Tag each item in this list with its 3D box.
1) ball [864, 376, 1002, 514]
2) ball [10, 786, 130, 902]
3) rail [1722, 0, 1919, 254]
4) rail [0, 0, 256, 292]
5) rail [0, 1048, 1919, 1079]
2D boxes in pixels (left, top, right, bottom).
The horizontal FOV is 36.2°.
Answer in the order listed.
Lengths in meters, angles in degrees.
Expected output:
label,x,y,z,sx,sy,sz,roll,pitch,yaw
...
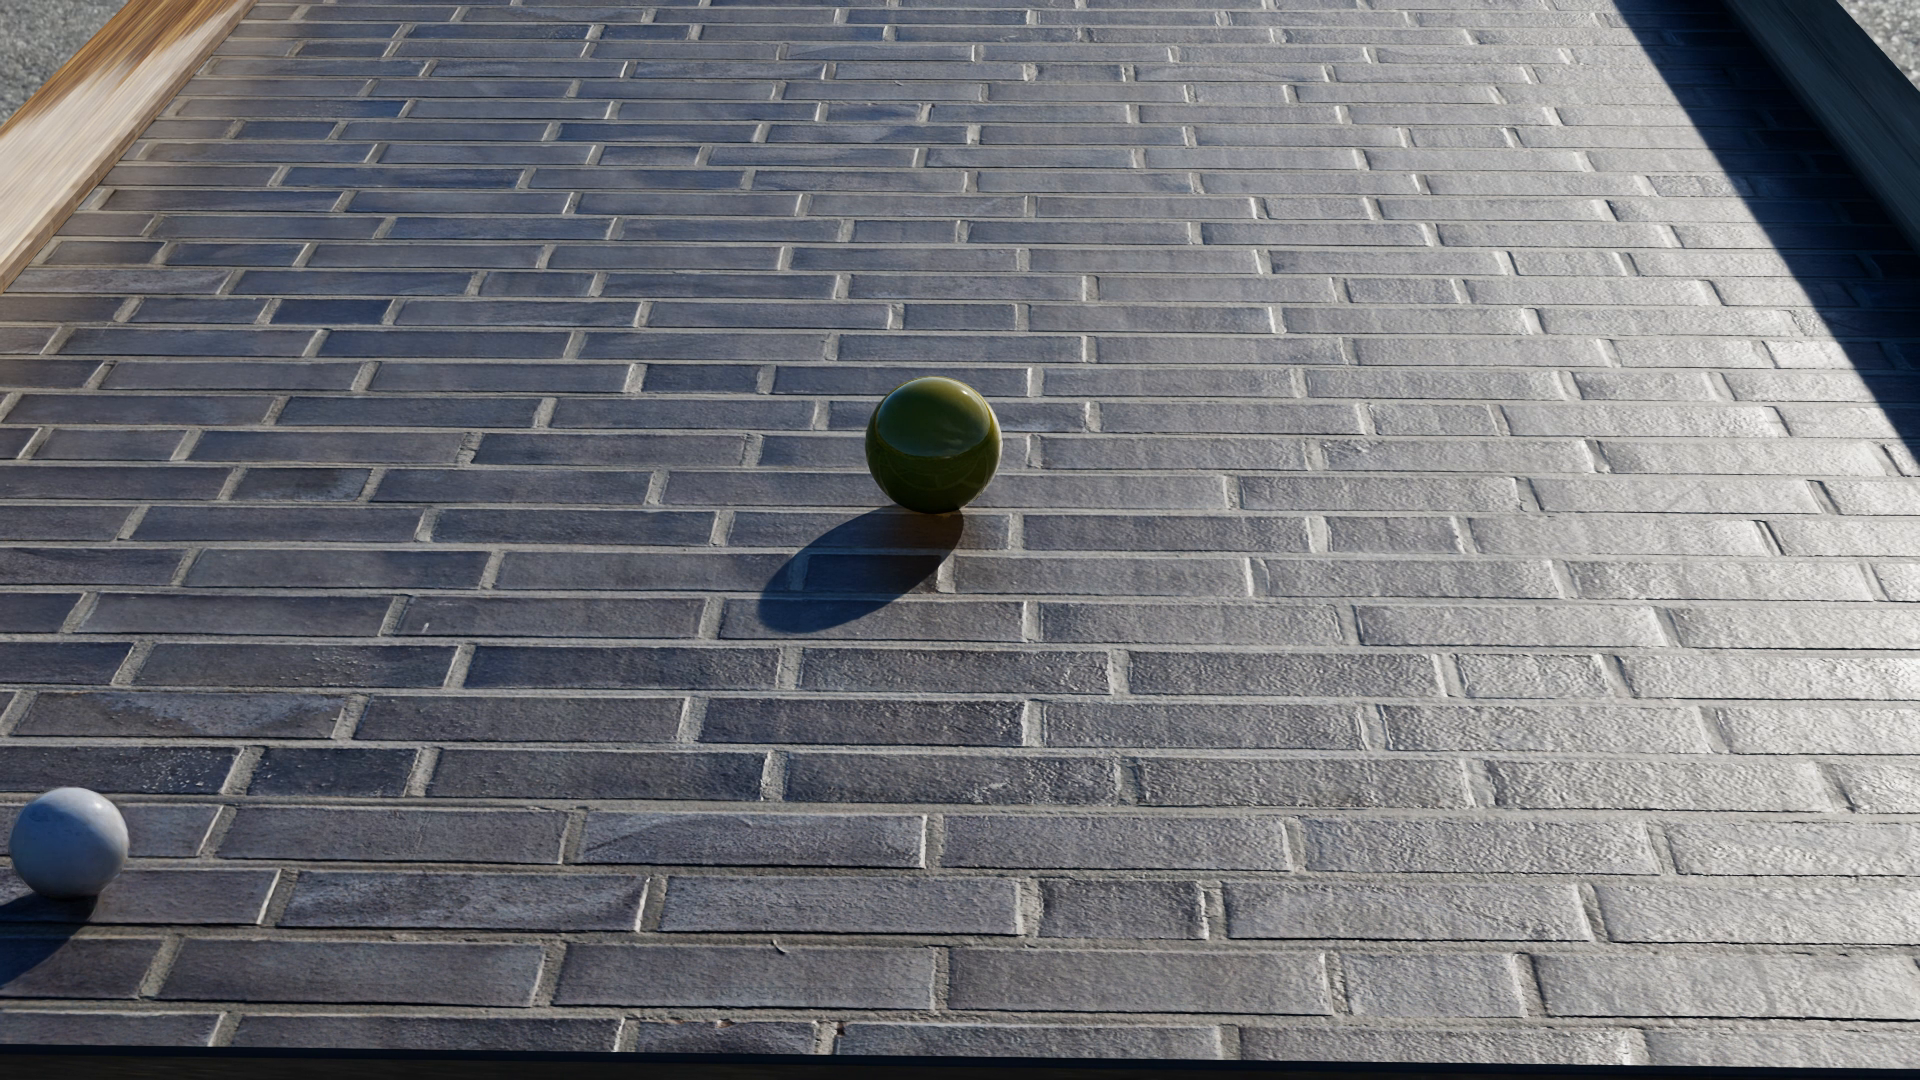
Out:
label,x,y,z,sx,sy,sz,roll,pitch,yaw
ball,-0.018,-0.065,2.017,0.095,0.095,0.095,0,26,0
ball,-0.479,0.164,1.582,0.061,0.061,0.061,0,26,0
rail,0.790,-0.308,2.485,0.045,0.123,2.724,1,26,1
rail,-0.760,-0.323,2.516,0.045,0.123,2.724,1,26,1
rail,-0.014,0.266,1.296,1.598,0.123,0.045,1,26,1
